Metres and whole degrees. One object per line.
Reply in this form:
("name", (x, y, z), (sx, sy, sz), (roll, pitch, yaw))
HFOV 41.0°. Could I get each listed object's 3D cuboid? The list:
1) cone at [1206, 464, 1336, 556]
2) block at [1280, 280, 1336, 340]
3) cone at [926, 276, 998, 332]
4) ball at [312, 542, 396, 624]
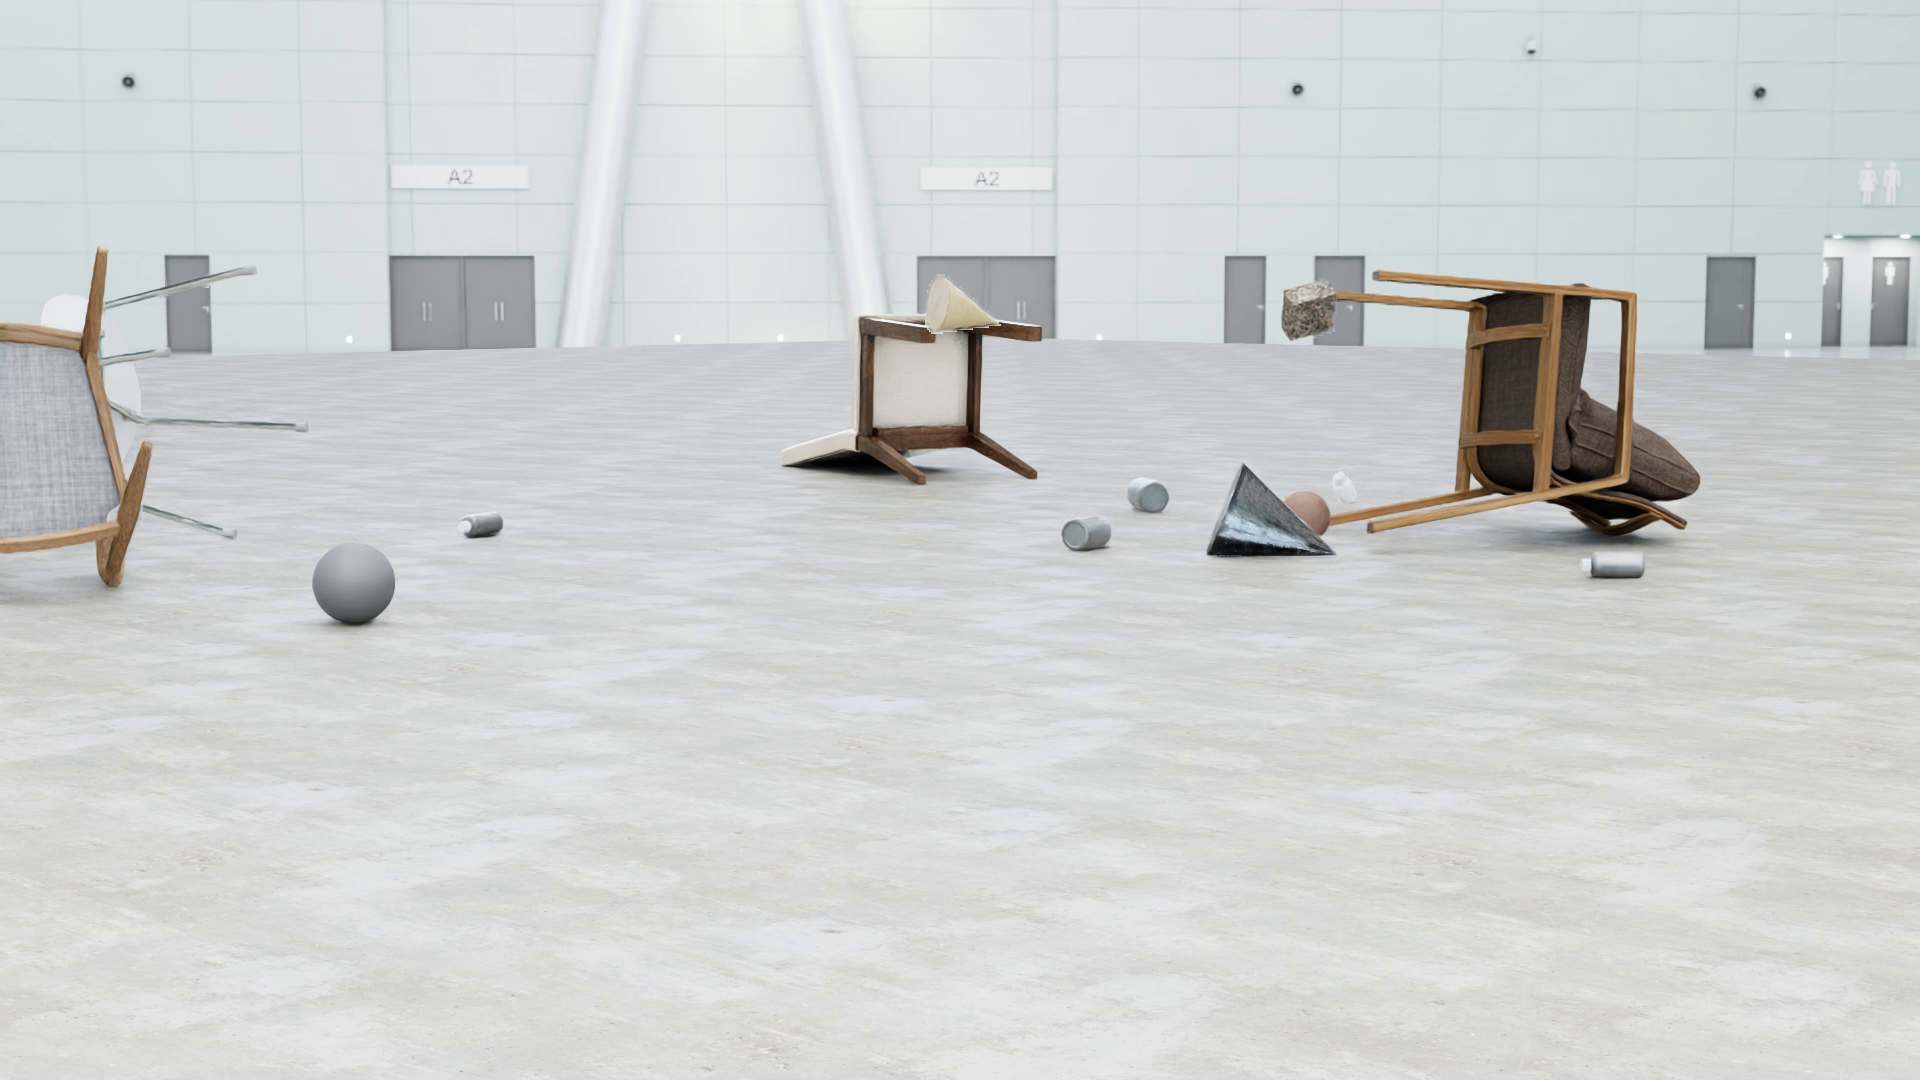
("cone", (0.760, -0.020, 6.076), (0.288, 0.249, 0.180), (22, -25, 2))
("block", (0.630, -0.416, 4.644), (0.083, 0.091, 0.041), (-16, 51, -11))
("cone", (0.025, -0.700, 7.922), (0.215, 0.204, 0.140), (16, -44, -24))
("ball", (-1.150, 0.082, 4.868), (0.154, 0.154, 0.154), (0, 6, 0))
